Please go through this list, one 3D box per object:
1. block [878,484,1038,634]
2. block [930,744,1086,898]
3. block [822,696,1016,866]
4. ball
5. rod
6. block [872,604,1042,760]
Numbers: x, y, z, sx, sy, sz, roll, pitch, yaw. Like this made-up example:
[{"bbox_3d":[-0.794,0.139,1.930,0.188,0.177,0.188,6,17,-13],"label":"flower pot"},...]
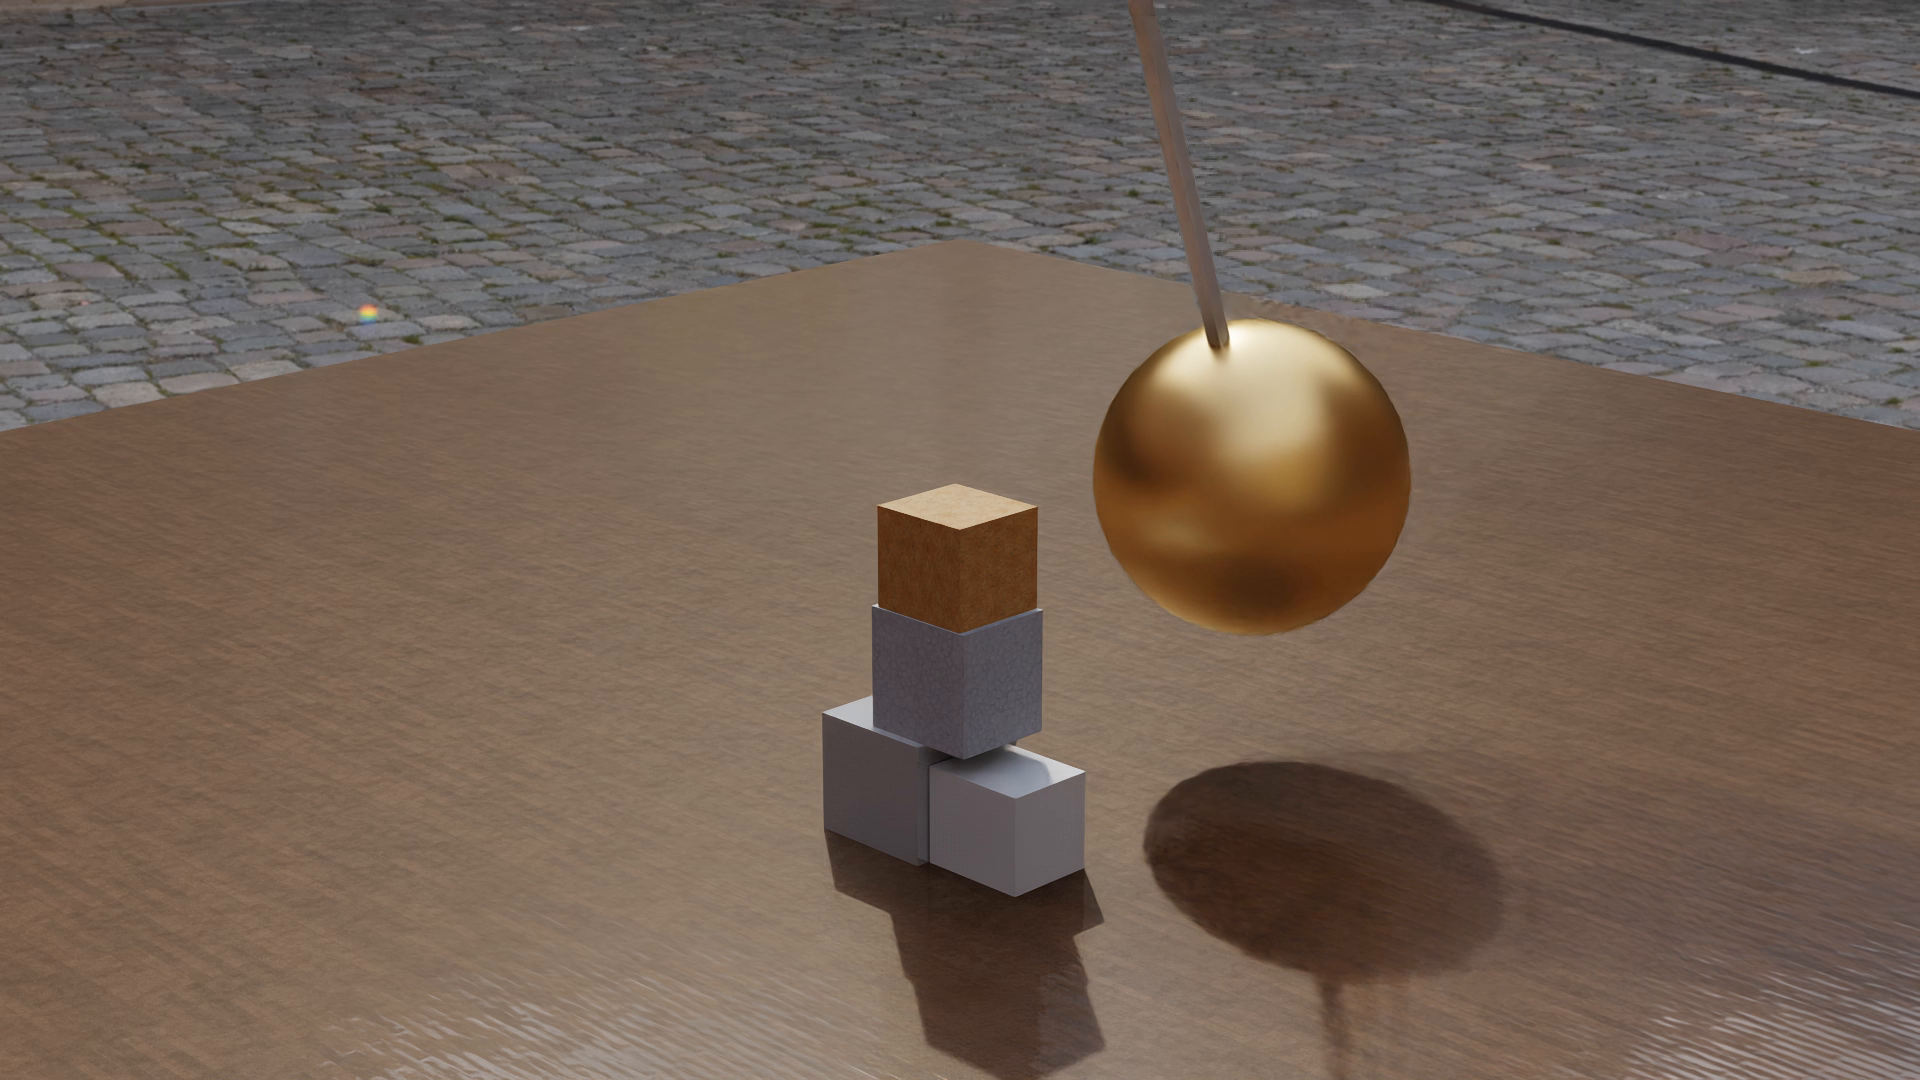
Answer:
[{"bbox_3d":[-0.011,0.078,13.354,0.500,0.486,0.528,-17,24,-42],"label":"block"},{"bbox_3d":[0.217,1.276,13.487,0.460,0.479,0.548,-17,24,-42],"label":"block"},{"bbox_3d":[-0.191,1.090,13.897,0.655,0.587,0.641,-17,24,-42],"label":"block"},{"bbox_3d":[1.467,-0.315,14.780,1.600,1.600,1.600,0,17,0],"label":"ball"},{"bbox_3d":[0.636,-3.109,13.031,0.080,5.200,0.080,17,44,42],"label":"rod"},{"bbox_3d":[-0.013,0.592,13.514,0.513,0.592,0.595,-17,24,-42],"label":"block"}]
